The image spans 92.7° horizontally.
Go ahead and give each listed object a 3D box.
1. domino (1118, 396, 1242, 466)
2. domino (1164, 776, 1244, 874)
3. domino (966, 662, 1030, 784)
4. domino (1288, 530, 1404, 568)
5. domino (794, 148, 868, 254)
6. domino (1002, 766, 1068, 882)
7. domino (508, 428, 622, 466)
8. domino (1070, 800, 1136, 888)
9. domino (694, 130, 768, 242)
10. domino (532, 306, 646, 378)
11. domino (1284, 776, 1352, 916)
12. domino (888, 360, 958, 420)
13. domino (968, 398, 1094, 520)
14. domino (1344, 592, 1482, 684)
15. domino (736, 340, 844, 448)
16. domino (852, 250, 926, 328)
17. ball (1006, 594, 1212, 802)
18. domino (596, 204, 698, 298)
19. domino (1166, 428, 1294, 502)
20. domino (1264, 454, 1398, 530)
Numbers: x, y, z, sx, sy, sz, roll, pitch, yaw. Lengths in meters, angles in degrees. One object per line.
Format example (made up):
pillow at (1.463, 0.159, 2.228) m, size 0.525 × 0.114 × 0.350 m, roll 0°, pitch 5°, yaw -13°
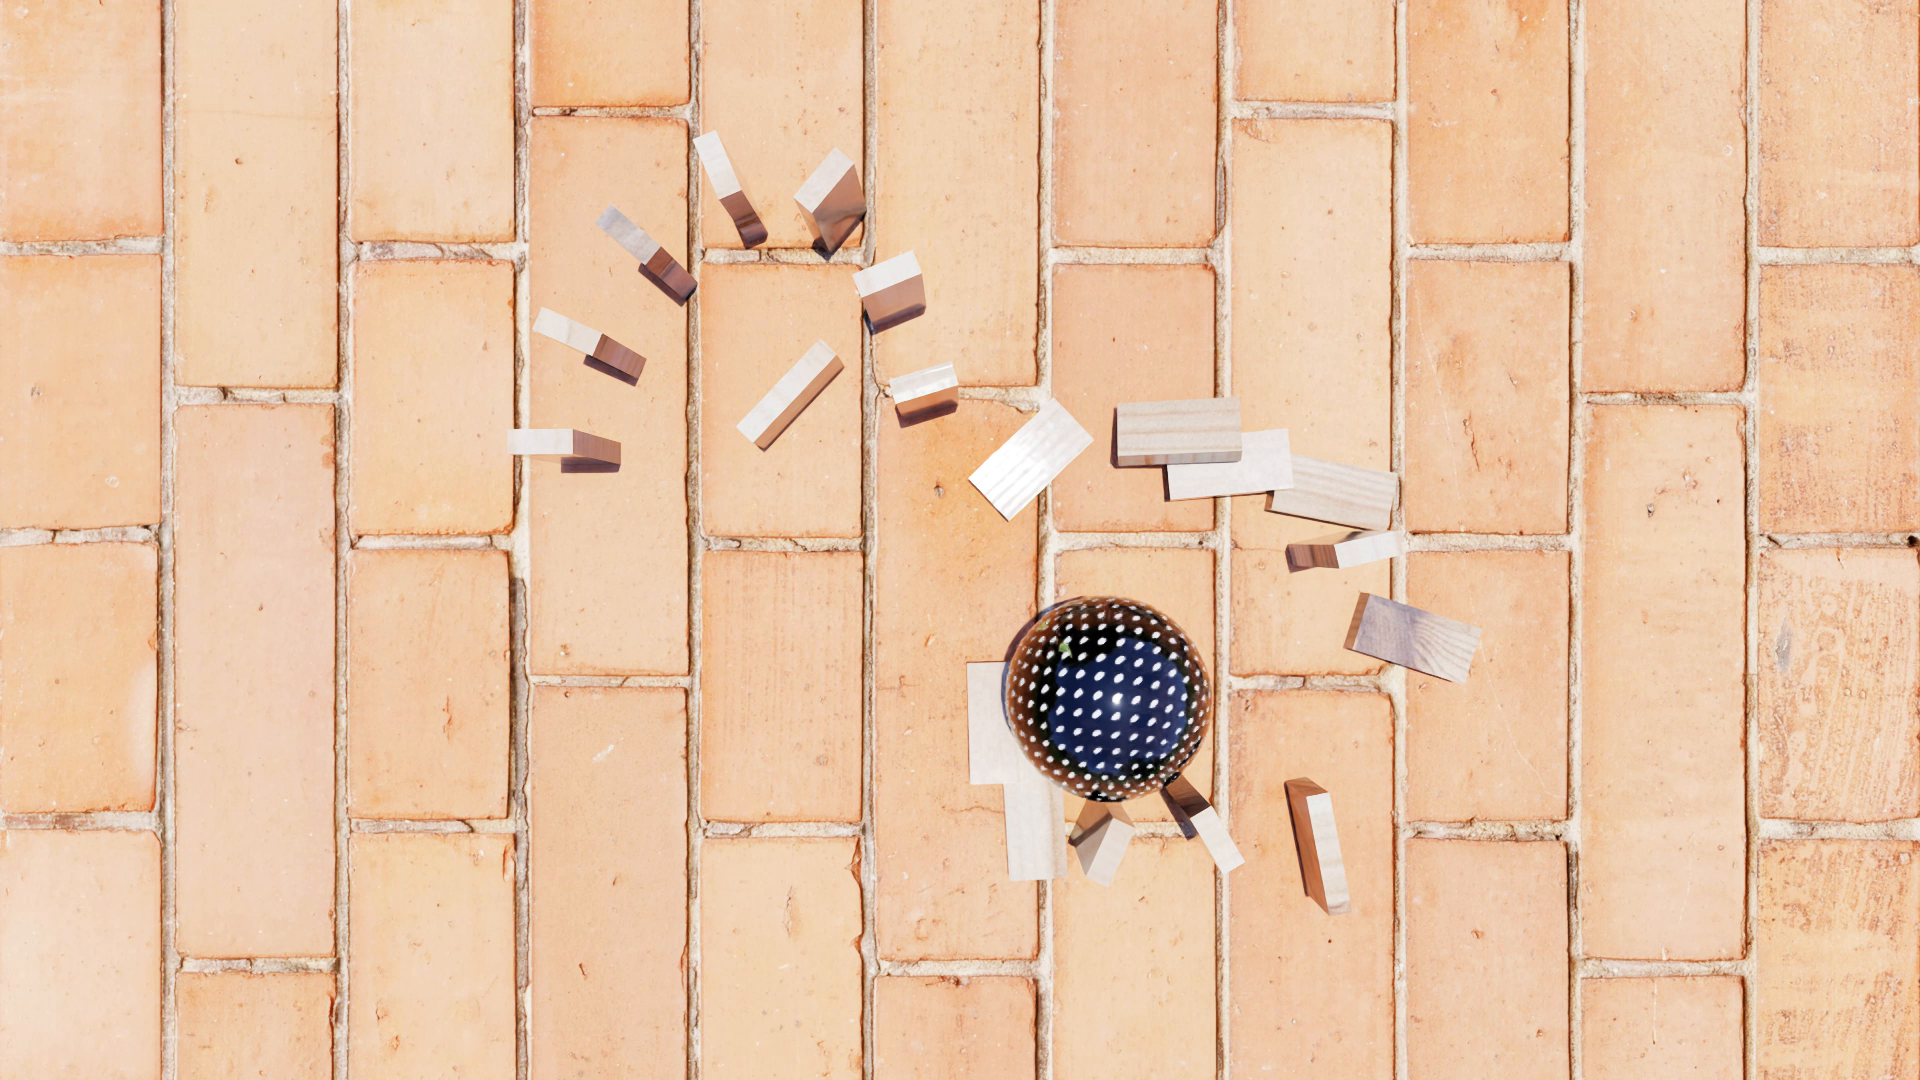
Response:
domino at (0.092, -0.046, 0.386) m, size 0.050 × 0.010 × 0.025 m, roll -1°, pitch 68°, yaw 12°
domino at (0.098, 0.115, 0.375) m, size 0.010 × 0.050 × 0.025 m, roll -31°, pitch 90°, yaw 0°
domino at (0.016, 0.078, 0.390) m, size 0.025 × 0.009 × 0.050 m, roll -2°, pitch 77°, yaw 0°
domino at (0.156, 0.004, 0.375) m, size 0.025 × 0.050 × 0.009 m, roll -13°, pitch 90°, yaw 0°
domino at (-0.052, -0.138, 0.375) m, size 0.010 × 0.050 × 0.025 m, roll 40°, pitch 90°, yaw 0°
domino at (0.032, 0.120, 0.395) m, size 0.025 × 0.009 × 0.050 m, roll -3°, pitch 90°, yaw 0°
domino at (-0.160, -0.038, 0.375) m, size 0.025 × 0.050 × 0.009 m, roll 0°, pitch 90°, yaw 0°
domino at (0.058, 0.120, 0.375) m, size 0.010 × 0.050 × 0.025 m, roll 25°, pitch 90°, yaw 0°
domino at (-0.093, -0.143, 0.375) m, size 0.009 × 0.050 × 0.025 m, roll -23°, pitch 90°, yaw 0°
domino at (-0.150, -0.080, 0.375) m, size 0.025 × 0.050 × 0.009 m, roll 24°, pitch 90°, yaw 0°
domino at (0.151, 0.129, 0.388) m, size 0.010 × 0.025 × 0.050 m, roll -11°, pitch 90°, yaw 0°
domino at (-0.014, -0.060, 0.375) m, size 0.025 × 0.050 × 0.009 m, roll -17°, pitch 90°, yaw 0°
domino at (0.030, -0.035, 0.395) m, size 0.050 × 0.010 × 0.025 m, roll -44°, pitch 90°, yaw 0°
domino at (0.195, 0.042, 0.395) m, size 0.050 × 0.010 × 0.025 m, roll 17°, pitch 90°, yaw 0°
domino at (-0.071, -0.061, 0.388) m, size 0.009 × 0.025 × 0.050 m, roll 44°, pitch 90°, yaw 0°
domino at (-0.028, -0.102, 0.375) m, size 0.025 × 0.050 × 0.009 m, roll -22°, pitch 90°, yaw 0°
ball at (0.058, 0.062, 0.360) m, size 0.080 × 0.080 × 0.080 m, roll 0°, pitch 90°, yaw 0°
domino at (-0.127, -0.117, 0.375) m, size 0.025 × 0.050 × 0.009 m, roll 40°, pitch 90°, yaw 0°
domino at (0.114, -0.032, 0.390) m, size 0.050 × 0.010 × 0.025 m, roll -5°, pitch 87°, yaw 11°
domino at (0.160, -0.021, 0.395) m, size 0.050 × 0.010 × 0.025 m, roll 11°, pitch 90°, yaw 0°
